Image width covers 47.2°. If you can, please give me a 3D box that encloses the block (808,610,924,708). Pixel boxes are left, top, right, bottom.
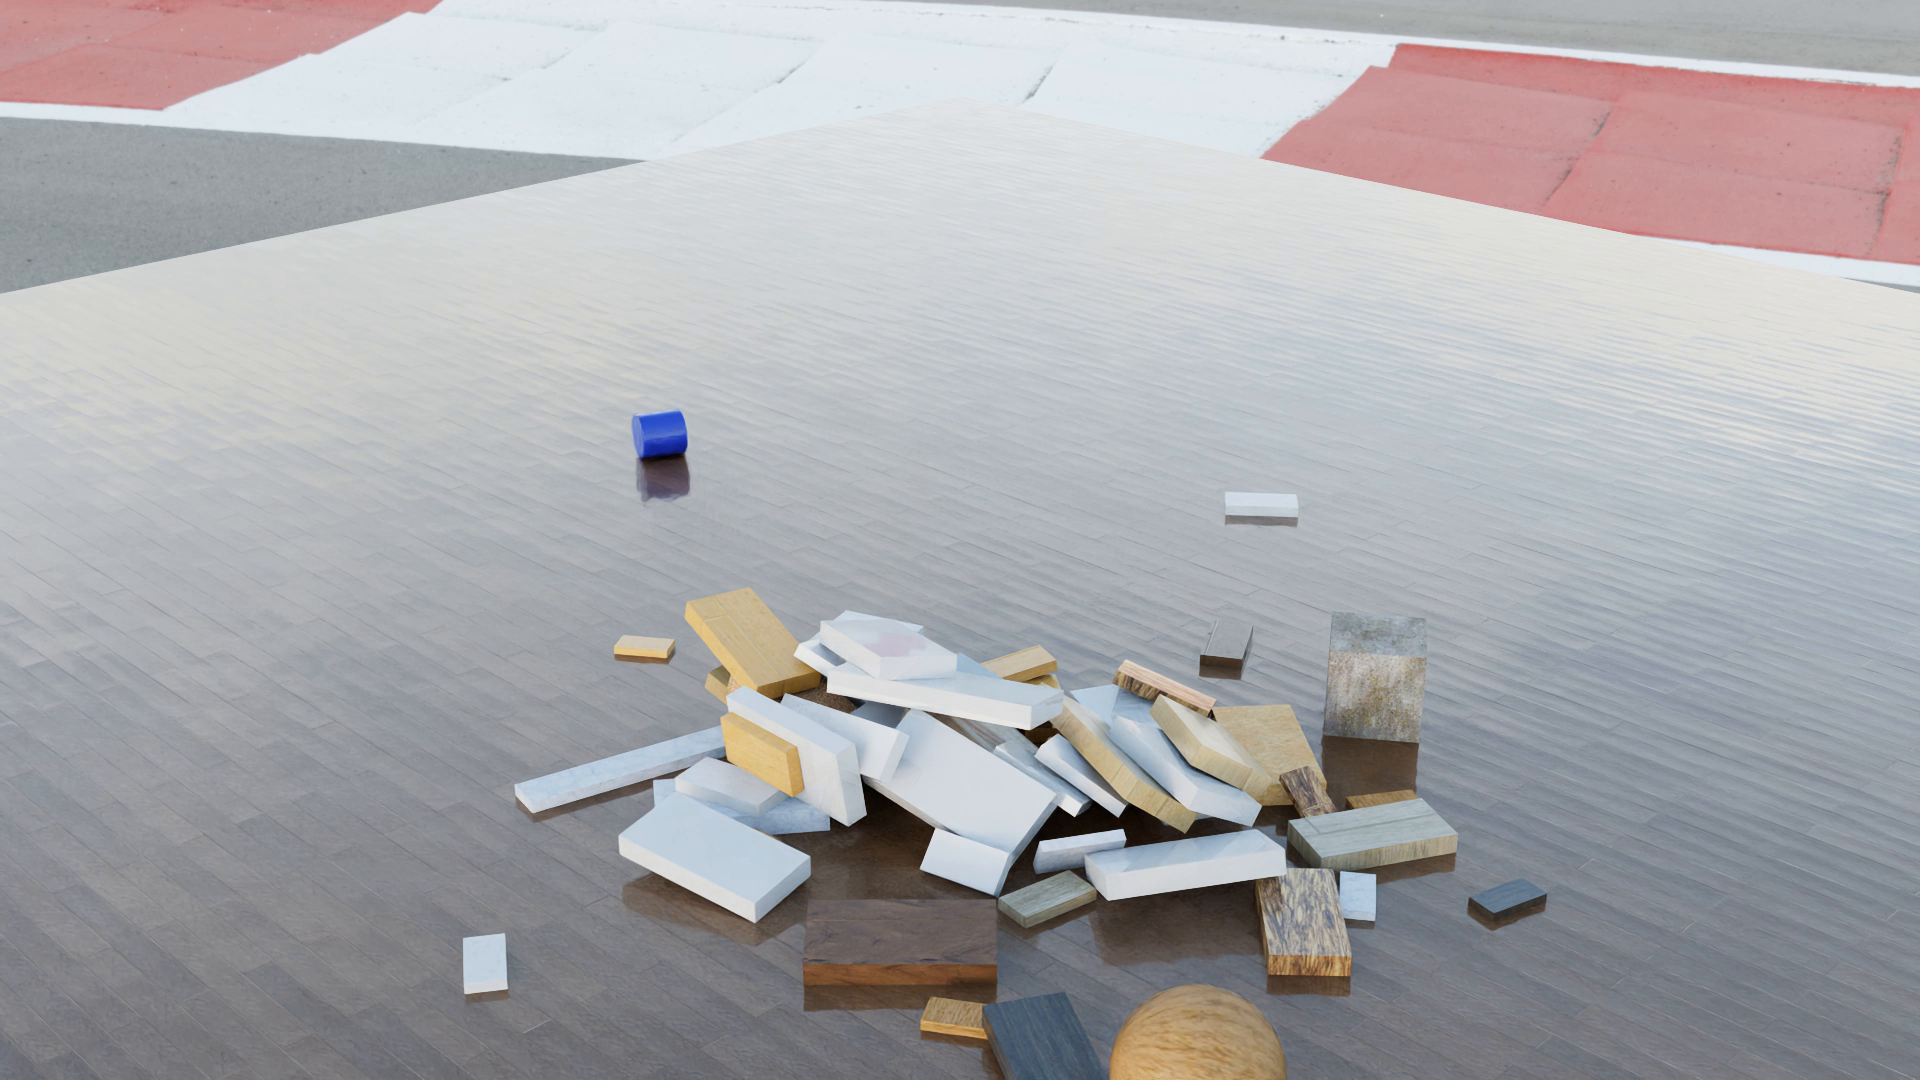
[{"bbox_3d":[-0.208,0.296,4.817,0.193,0.193,0.193,11,25,23],"label":"block"}]

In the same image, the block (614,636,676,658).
[{"bbox_3d":[-0.738,0.249,5.150,0.128,0.018,0.064,4,23,10],"label":"block"}]

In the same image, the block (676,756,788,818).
[{"bbox_3d":[-0.458,0.497,4.428,0.209,0.030,0.104,14,27,29],"label":"block"}]

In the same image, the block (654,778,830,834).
[{"bbox_3d":[-0.442,0.535,4.438,0.343,0.049,0.171,-4,23,-8],"label":"block"}]

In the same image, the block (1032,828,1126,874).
[{"bbox_3d":[0.230,0.600,4.237,0.168,0.084,0.024,-6,53,-15],"label":"block"}]

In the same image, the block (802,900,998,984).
[{"bbox_3d":[-0.106,0.723,3.961,0.343,0.049,0.171,0,32,0],"label":"block"}]

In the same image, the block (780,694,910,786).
[{"bbox_3d":[-0.250,0.396,4.417,0.029,0.103,0.406,30,-11,-37],"label":"block"}]

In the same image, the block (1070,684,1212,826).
[{"bbox_3d":[0.407,0.442,4.656,0.173,0.049,0.525,-7,24,-17],"label":"block"}]

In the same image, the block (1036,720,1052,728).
[{"bbox_3d":[0.113,0.365,4.764,0.185,0.026,0.093,0,37,12],"label":"block"}]

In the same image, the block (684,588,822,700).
[{"bbox_3d":[-0.445,0.222,4.711,0.157,0.044,0.313,-13,41,-33],"label":"block"}]

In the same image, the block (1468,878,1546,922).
[{"bbox_3d":[1.031,0.677,4.141,0.134,0.019,0.067,-13,26,-28],"label":"block"}]

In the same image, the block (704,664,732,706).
[{"bbox_3d":[-0.378,0.358,4.710,0.313,0.044,0.157,36,40,22],"label":"block"}]

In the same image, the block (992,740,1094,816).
[{"bbox_3d":[0.166,0.473,4.378,0.206,0.029,0.103,33,12,15],"label":"block"}]

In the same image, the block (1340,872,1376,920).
[{"bbox_3d":[0.750,0.672,4.153,0.067,0.019,0.134,4,23,9],"label":"block"}]

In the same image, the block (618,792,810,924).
[{"bbox_3d":[-0.470,0.604,4.209,0.335,0.047,0.167,21,37,28],"label":"block"}]

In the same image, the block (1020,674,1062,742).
[{"bbox_3d":[0.177,0.370,4.850,0.109,0.031,0.259,-3,23,-7],"label":"block"}]

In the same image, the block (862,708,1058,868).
[{"bbox_3d":[-0.002,0.487,4.324,0.351,0.050,0.175,30,66,23],"label":"block"}]

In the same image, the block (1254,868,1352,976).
[{"bbox_3d":[0.630,0.701,4.055,0.147,0.042,0.294,1,23,2],"label":"block"}]

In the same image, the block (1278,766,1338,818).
[{"bbox_3d":[0.705,0.520,4.435,0.067,0.019,0.134,-15,50,-16],"label":"block"}]

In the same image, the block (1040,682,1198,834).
[{"bbox_3d":[0.306,0.436,4.471,0.165,0.047,0.489,31,6,-28],"label":"block"}]

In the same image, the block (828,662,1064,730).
[{"bbox_3d":[-0.030,0.305,4.438,0.448,0.047,0.167,9,11,24],"label":"block"}]

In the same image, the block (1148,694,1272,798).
[{"bbox_3d":[0.508,0.419,4.497,0.165,0.047,0.329,27,8,-15],"label":"block"}]

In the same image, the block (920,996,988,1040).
[{"bbox_3d":[0.030,0.827,3.786,0.183,0.020,0.072,5,24,12],"label":"block"}]

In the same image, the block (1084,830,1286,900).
[{"bbox_3d":[0.425,0.614,4.168,0.346,0.049,0.173,-7,6,-9],"label":"block"}]

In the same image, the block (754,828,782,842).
[{"bbox_3d":[-0.426,0.612,4.292,0.074,0.021,0.149,18,29,36],"label":"block"}]

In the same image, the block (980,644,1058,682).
[{"bbox_3d":[0.116,0.292,4.956,0.185,0.026,0.093,-17,25,-17],"label":"block"}]

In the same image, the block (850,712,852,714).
[{"bbox_3d":[-0.140,0.404,4.559,0.175,0.025,0.088,37,36,24],"label":"block"}]

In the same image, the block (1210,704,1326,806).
[{"bbox_3d":[0.646,0.451,4.636,0.173,0.049,0.346,-2,23,-4],"label":"block"}]

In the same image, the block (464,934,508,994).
[{"bbox_3d":[-0.852,0.759,3.945,0.074,0.021,0.149,-5,23,-11],"label":"block"}]

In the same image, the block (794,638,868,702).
[{"bbox_3d":[-0.238,0.278,4.640,0.209,0.030,0.104,31,15,17],"label":"block"}]

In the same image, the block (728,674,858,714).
[{"bbox_3d":[-0.325,0.359,4.657,0.313,0.044,0.157,37,41,23],"label":"block"}]

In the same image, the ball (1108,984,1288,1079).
[{"bbox_3d":[0.372,0.835,3.436,0.278,0.278,0.278,0,23,0],"label":"ball"}]

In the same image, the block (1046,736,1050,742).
[{"bbox_3d":[0.264,0.474,4.493,0.194,0.027,0.097,26,19,-14],"label":"block"}]

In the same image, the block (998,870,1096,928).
[{"bbox_3d":[0.165,0.675,4.139,0.168,0.024,0.084,-16,28,-33],"label":"block"}]

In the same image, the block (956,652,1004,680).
[{"bbox_3d":[0.039,0.327,4.862,0.185,0.026,0.093,30,60,32],"label":"block"}]

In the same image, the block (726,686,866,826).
[{"bbox_3d":[-0.329,0.429,4.398,0.049,0.171,0.343,-30,36,-34],"label":"block"}]

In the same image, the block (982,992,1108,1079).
[{"bbox_3d":[0.148,0.867,3.635,0.147,0.042,0.294,-6,28,-15],"label":"block"}]

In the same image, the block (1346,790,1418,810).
[{"bbox_3d":[0.863,0.540,4.462,0.143,0.020,0.072,-5,23,-11],"label":"block"}]

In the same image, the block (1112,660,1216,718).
[{"bbox_3d":[0.448,0.332,4.826,0.219,0.031,0.109,24,15,10],"label":"block"}]

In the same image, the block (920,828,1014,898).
[{"bbox_3d":[0.013,0.617,4.205,0.168,0.084,0.024,15,-14,31],"label":"block"}]

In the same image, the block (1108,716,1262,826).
[{"bbox_3d":[0.446,0.461,4.401,0.165,0.047,0.329,18,12,-31],"label":"block"}]

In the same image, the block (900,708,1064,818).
[{"bbox_3d":[0.061,0.438,4.469,0.351,0.050,0.175,39,36,22],"label":"block"}]

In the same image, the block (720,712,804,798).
[{"bbox_3d":[-0.398,0.429,4.413,0.030,0.104,0.209,-28,35,-35],"label":"block"}]

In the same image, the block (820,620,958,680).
[{"bbox_3d":[-0.152,0.226,4.565,0.167,0.047,0.335,0,11,-25],"label":"block"}]

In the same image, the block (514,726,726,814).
[{"bbox_3d":[-0.689,0.477,4.606,0.480,0.025,0.088,-14,27,-30],"label":"block"}]

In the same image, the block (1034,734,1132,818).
[{"bbox_3d":[0.256,0.470,4.401,0.206,0.029,0.103,35,19,13],"label":"block"}]

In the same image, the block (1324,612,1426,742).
[{"bbox_3d":[0.906,0.297,4.800,0.203,0.203,0.203,4,23,9],"label":"block"}]

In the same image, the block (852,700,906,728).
[{"bbox_3d":[-0.057,0.445,4.477,0.351,0.050,0.175,35,35,17],"label":"block"}]

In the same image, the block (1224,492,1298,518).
[{"bbox_3d":[0.815,-0.096,5.952,0.194,0.027,0.097,2,23,5],"label":"block"}]

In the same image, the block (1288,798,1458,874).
[{"bbox_3d":[0.812,0.584,4.332,0.294,0.042,0.147,-7,24,-16],"label":"block"}]

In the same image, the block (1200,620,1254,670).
[{"bbox_3d":[0.625,0.245,5.149,0.097,0.027,0.193,6,24,13],"label":"block"}]
